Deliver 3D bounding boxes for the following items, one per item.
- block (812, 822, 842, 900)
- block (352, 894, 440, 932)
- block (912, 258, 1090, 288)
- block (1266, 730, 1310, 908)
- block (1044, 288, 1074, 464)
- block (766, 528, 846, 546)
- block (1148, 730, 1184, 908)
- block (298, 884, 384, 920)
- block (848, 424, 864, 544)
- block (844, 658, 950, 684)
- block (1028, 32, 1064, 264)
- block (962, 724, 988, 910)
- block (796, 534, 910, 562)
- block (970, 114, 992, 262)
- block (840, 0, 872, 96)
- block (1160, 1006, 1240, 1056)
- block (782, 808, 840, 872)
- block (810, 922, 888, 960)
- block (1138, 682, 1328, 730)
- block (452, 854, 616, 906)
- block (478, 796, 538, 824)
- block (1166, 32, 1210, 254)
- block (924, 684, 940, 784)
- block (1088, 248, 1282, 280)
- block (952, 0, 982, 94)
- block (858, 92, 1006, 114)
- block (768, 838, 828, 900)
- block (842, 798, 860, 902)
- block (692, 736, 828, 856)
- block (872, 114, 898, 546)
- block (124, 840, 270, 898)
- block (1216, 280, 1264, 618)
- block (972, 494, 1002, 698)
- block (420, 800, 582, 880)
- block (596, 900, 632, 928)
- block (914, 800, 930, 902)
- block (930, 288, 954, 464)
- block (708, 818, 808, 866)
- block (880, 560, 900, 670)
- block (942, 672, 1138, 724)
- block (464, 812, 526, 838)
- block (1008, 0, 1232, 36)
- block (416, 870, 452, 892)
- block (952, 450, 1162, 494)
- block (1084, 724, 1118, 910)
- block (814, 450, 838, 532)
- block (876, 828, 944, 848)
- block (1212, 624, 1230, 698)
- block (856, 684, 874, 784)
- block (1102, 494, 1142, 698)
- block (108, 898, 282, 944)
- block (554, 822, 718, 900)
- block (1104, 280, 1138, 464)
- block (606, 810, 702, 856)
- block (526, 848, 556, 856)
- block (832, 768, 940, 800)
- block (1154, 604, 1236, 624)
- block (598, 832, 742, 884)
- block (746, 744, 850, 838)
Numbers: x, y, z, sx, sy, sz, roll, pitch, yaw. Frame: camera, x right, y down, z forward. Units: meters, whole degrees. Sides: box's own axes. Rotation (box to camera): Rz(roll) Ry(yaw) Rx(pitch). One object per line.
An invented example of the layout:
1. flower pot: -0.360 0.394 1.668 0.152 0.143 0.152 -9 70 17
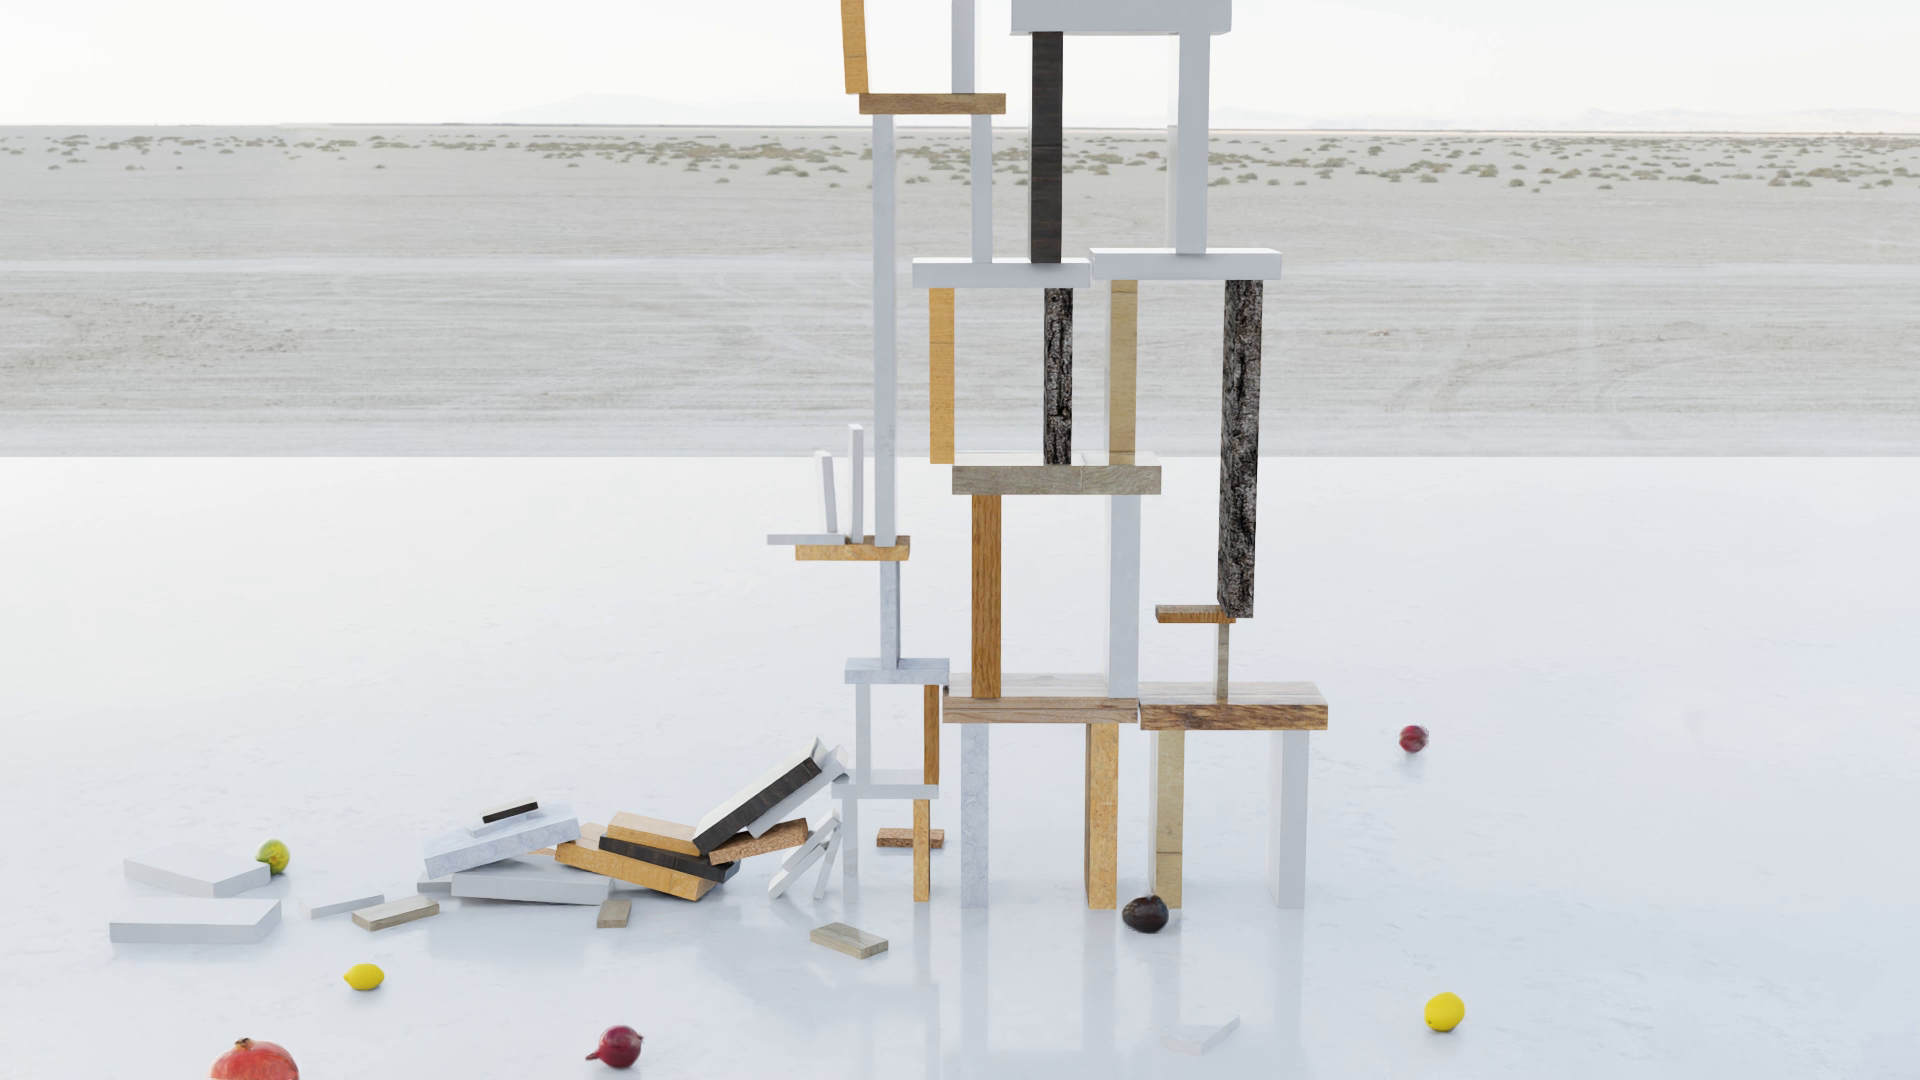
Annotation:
1. block: -0.219 0.532 3.658 0.017 0.119 0.059 17 10 -3
2. block: -0.912 0.603 3.554 0.123 0.017 0.062 -10 14 -42
3. block: 0.064 -0.423 3.482 0.276 0.039 0.138 0 11 0
4. block: 0.542 0.441 3.645 0.043 0.302 0.151 0 11 0
5. block: 0.156 -0.268 3.511 0.039 0.276 0.138 0 11 0
6. block: -0.247 -0.006 3.545 0.124 0.018 0.062 0 11 0
7. block: 0.341 0.441 3.645 0.043 0.302 0.151 0 11 0
8. block: -1.015 0.593 3.607 0.123 0.017 0.062 -7 13 -35
9. block: -0.168 -0.091 3.543 0.018 0.185 0.062 -1 11 -9
10. block: -0.102 0.214 3.601 0.168 0.024 0.084 0 11 1
11. block: 0.133 -0.614 3.444 0.047 0.349 0.167 0 11 0
12. block: 0.024 0.435 3.643 0.044 0.314 0.157 0 11 0
13. block: -0.172 0.012 3.562 0.181 0.026 0.090 0 11 1
14. block: 0.034 -0.553 3.455 0.032 0.226 0.113 0 11 0
15. block: -0.164 -0.823 3.411 0.036 0.257 0.128 -3 11 1
16. block: 0.338 0.689 3.088 0.063 0.018 0.125 7 12 32
17. block: -0.248 0.499 3.657 0.119 0.017 0.059 -44 7 5
18. block: -0.173 0.625 3.434 0.116 0.016 0.058 10 14 43
19. block: 0.442 0.272 3.614 0.302 0.043 0.151 0 11 0
20. block: -0.707 0.562 3.662 0.254 0.036 0.127 4 10 -4
21. block: -0.758 0.453 3.696 0.093 0.013 0.046 -15 11 -17
22. block: 0.356 -0.621 3.443 0.047 0.334 0.167 0 11 0
23. block: -0.046 0.309 3.618 0.024 0.168 0.084 0 11 0
24. block: 0.352 -0.437 3.476 0.290 0.041 0.145 0 11 0
25. block: 0.010 -0.822 3.405 0.036 0.257 0.128 1 11 5
26. block: -0.042 -0.680 3.430 0.226 0.032 0.113 0 11 0
27. block: -0.269 0.543 3.661 0.119 0.017 0.059 -43 7 7
28. block: -0.180 0.502 3.658 0.025 0.176 0.088 0 11 0
29. block: -0.331 0.425 3.659 0.246 0.033 0.116 -36 8 8
30. block: -0.118 -0.332 3.495 0.032 0.676 0.113 0 11 1
31. block: -1.295 0.561 3.733 0.232 0.033 0.116 7 12 32
32. block: 0.448 -0.153 3.529 0.041 0.537 0.145 0 11 0
33. block: 0.042 0.076 3.571 0.047 0.329 0.165 0 11 0
34. block: -0.767 0.498 3.674 0.254 0.036 0.127 -14 11 -14
35. block: -0.559 0.604 3.555 0.046 0.013 0.093 -1 11 -3
36. block: -0.063 0.502 3.657 0.025 0.176 0.088 0 11 1
37. block: -0.028 -0.268 3.511 0.039 0.276 0.138 0 10 0
38. block: -0.334 0.500 3.656 0.158 0.022 0.079 -13 10 3
39. block: -0.113 0.113 3.585 0.026 0.181 0.090 1 11 3
40. block: 0.129 0.259 3.610 0.314 0.044 0.157 0 11 0
41. block: -0.777 0.474 3.678 0.093 0.013 0.046 -18 12 -29
42. block: 0.244 -0.809 3.408 0.334 0.047 0.167 0 11 0
43. block: -0.848 0.574 3.707 0.123 0.017 0.062 -1 11 -5
44. block: 0.152 -0.109 3.536 0.329 0.047 0.165 0 11 0
45. block: 0.233 0.435 3.643 0.044 0.314 0.157 0 11 0
46. block: -0.216 -0.078 3.543 0.018 0.124 0.062 -6 12 -14
47. block: -0.088 0.533 3.933 0.116 0.016 0.058 1 11 5
48. block: 0.426 0.191 3.592 0.018 0.125 0.063 0 11 0
49. block: -0.157 0.309 3.619 0.024 0.168 0.084 0 11 0
50. block: 0.262 0.076 3.571 0.047 0.329 0.165 0 11 0
51. block: -1.213 0.605 3.496 0.232 0.033 0.116 0 11 2
52. block: -0.537 0.539 3.697 0.254 0.036 0.127 14 10 12
53. block: 0.255 -0.274 3.506 0.041 0.290 0.145 0 11 0
54. block: -0.507 0.492 3.691 0.158 0.022 0.079 12 10 1
55. block: -0.743 0.551 3.833 0.117 0.016 0.058 7 13 34
56. block: -0.122 0.404 3.638 0.176 0.025 0.088 0 11 1
57. block: 0.383 0.120 3.579 0.125 0.018 0.063 0 11 0
58. block: -0.484 0.524 3.673 0.224 0.022 0.079 14 10 12
59. block: -0.269 0.418 3.661 0.192 0.026 0.090 -38 8 7
